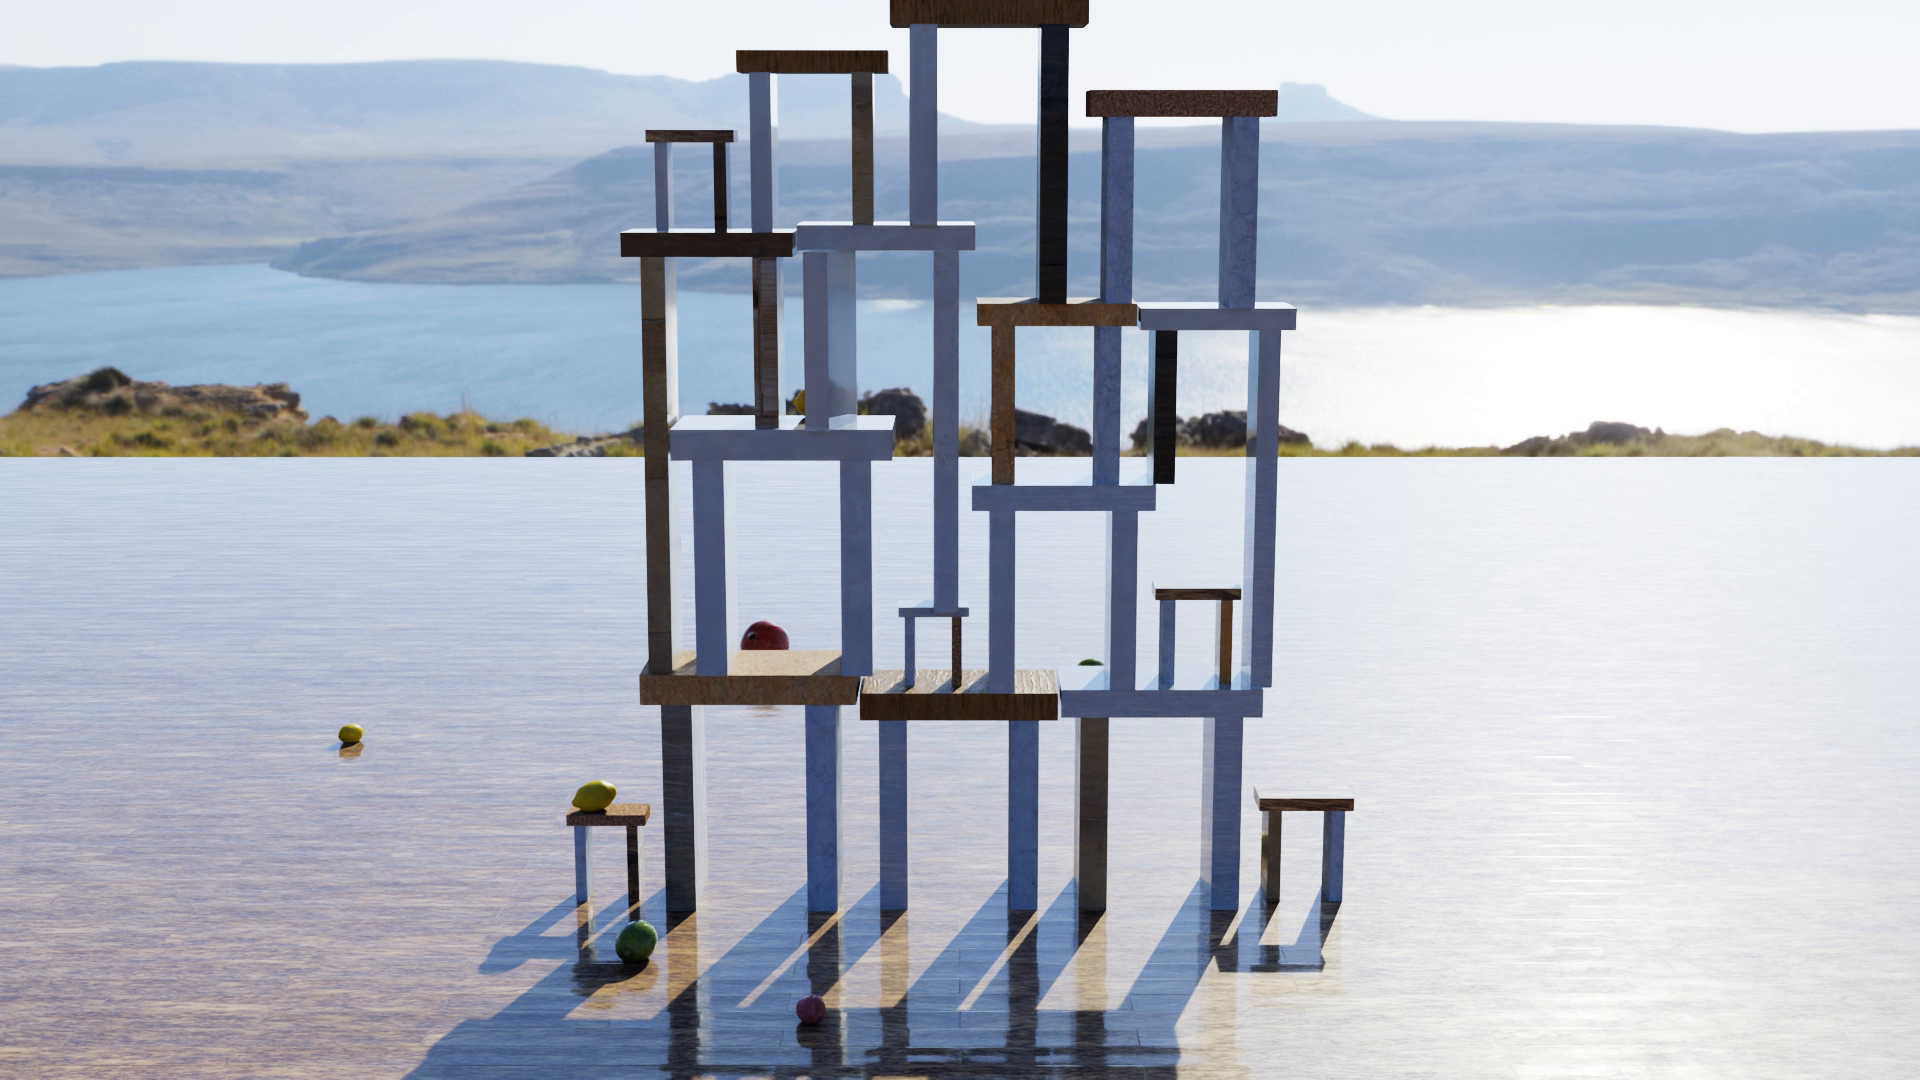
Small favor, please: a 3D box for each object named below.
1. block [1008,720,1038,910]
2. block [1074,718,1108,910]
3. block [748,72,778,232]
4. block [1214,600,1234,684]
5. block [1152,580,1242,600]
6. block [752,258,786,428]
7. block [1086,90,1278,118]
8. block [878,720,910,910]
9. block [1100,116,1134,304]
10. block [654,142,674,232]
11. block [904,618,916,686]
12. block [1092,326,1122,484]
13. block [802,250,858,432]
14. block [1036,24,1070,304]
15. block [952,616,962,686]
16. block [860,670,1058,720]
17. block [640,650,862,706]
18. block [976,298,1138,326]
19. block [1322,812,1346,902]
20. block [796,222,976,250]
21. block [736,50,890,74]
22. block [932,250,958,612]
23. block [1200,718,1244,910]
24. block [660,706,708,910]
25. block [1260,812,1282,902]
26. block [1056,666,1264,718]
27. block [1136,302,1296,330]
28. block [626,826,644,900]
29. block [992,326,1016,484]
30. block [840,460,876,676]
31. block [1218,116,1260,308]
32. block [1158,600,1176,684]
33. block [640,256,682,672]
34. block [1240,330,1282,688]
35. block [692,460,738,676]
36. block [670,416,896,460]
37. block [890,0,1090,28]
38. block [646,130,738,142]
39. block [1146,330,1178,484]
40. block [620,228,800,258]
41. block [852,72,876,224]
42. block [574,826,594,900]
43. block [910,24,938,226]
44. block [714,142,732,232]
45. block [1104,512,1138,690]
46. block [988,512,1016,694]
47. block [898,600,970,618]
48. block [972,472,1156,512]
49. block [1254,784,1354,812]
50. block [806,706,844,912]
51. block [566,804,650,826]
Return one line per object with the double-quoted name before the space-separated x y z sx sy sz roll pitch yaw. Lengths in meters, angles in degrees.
"block" 0.104 0.433 3.644 0.045 0.319 0.159 0 11 0
"block" 0.216 0.430 3.643 0.046 0.324 0.162 0 11 0
"block" -0.307 -0.608 3.450 0.033 0.244 0.116 0 11 0
"block" 0.430 0.159 3.586 0.020 0.139 0.069 0 11 0
"block" 0.384 0.081 3.571 0.139 0.020 0.069 0 11 0
"block" -0.303 -0.320 3.500 0.038 0.266 0.133 0 11 0
"block" 0.344 -0.682 3.438 0.286 0.041 0.143 0 11 0
"block" -0.108 0.433 3.644 0.045 0.319 0.159 0 11 0
"block" 0.247 -0.521 3.466 0.041 0.286 0.143 0 11 0
"block" -0.465 -0.556 3.458 0.019 0.137 0.068 0 11 0
"block" -0.082 0.176 3.594 0.016 0.114 0.057 0 11 0
"block" 0.235 -0.222 3.518 0.035 0.249 0.125 0 11 0
"block" -0.203 -0.317 3.457 0.039 0.276 0.138 3 11 16
"block" 0.145 -0.589 3.452 0.043 0.425 0.152 0 11 0
"block" -0.005 0.176 3.594 0.016 0.114 0.057 0 11 0
"block" -0.002 0.254 3.611 0.319 0.045 0.159 0 11 0
"block" -0.339 0.225 3.604 0.346 0.049 0.173 0 11 0
"block" 0.152 -0.362 3.492 0.249 0.035 0.125 0 11 0
"block" 0.621 0.514 3.656 0.022 0.155 0.077 0 11 0
"block" -0.116 -0.481 3.474 0.276 0.039 0.138 0 10 -1
"block" -0.228 -0.744 3.425 0.232 0.033 0.116 0 10 -1
"block" -0.023 -0.179 3.531 0.039 0.574 0.138 0 10 -1
"block" 0.433 0.430 3.643 0.046 0.324 0.162 0 11 0
"block" -0.455 0.419 3.641 0.049 0.347 0.173 0 11 0
"block" 0.517 0.514 3.656 0.022 0.155 0.077 0 11 0
"block" 0.325 0.248 3.609 0.324 0.046 0.162 0 11 0
"block" 0.404 -0.355 3.490 0.243 0.034 0.122 0 11 0
"block" -0.539 0.527 3.655 0.018 0.129 0.064 0 11 0
"block" 0.069 -0.222 3.517 0.035 0.249 0.125 0 11 0
"block" -0.164 0.031 3.561 0.049 0.347 0.174 0 11 0
"block" 0.439 -0.518 3.468 0.041 0.293 0.143 0 11 0
"block" 0.337 0.159 3.586 0.020 0.139 0.069 0 11 0
"block" -0.479 -0.125 3.537 0.038 0.663 0.133 0 11 0
"block" 0.485 -0.056 3.546 0.034 0.575 0.122 0 11 0
"block" -0.395 0.031 3.562 0.049 0.347 0.174 0 11 0
"block" -0.280 -0.164 3.525 0.347 0.049 0.174 0 11 0
"block" 0.044 -0.819 3.409 0.303 0.043 0.152 0 11 0
"block" -0.419 -0.632 3.443 0.137 0.019 0.068 0 11 0
"block" 0.323 -0.219 3.516 0.034 0.243 0.121 0 11 0
"block" -0.393 -0.470 3.473 0.266 0.038 0.133 0 11 0
"block" -0.151 -0.614 3.449 0.033 0.232 0.116 0 10 -1
"block" -0.625 0.527 3.655 0.018 0.129 0.064 0 11 0
"block" -0.057 -0.649 3.441 0.043 0.303 0.152 0 10 -1
"block" -0.373 -0.556 3.458 0.019 0.137 0.068 0 11 0
"block" 0.261 0.084 3.571 0.041 0.291 0.145 0 11 0
"block" 0.067 0.087 3.572 0.041 0.297 0.145 0 11 0
"block" -0.043 0.112 3.582 0.114 0.016 0.057 0 10 -2
"block" 0.164 -0.079 3.541 0.291 0.041 0.145 0 11 0
"block" 0.568 0.427 3.641 0.155 0.022 0.077 0 11 0
"block" -0.224 0.419 3.641 0.049 0.347 0.173 0 11 0
"block" -0.582 0.455 3.642 0.129 0.018 0.064 0 11 0
